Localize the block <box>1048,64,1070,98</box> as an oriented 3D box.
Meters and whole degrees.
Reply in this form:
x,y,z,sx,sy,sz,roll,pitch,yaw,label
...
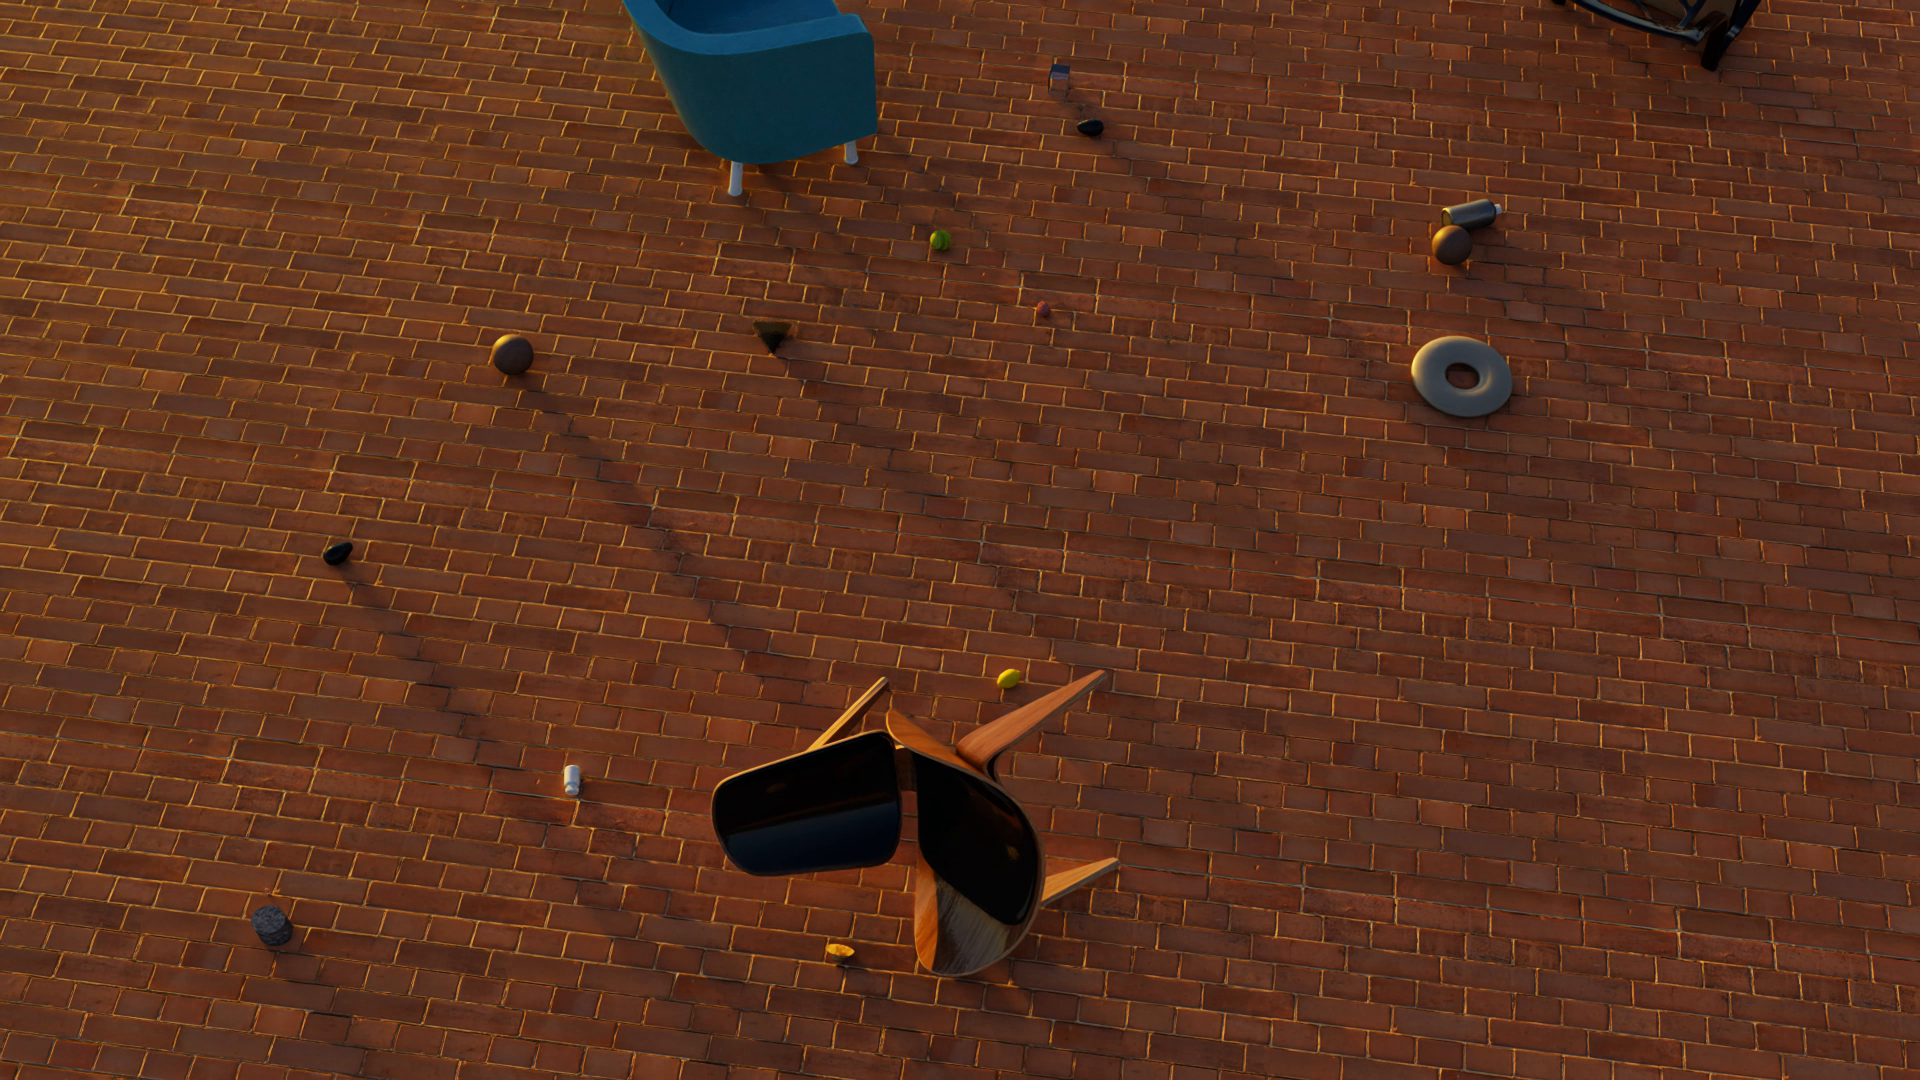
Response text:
x,y,z,sx,sy,sz,roll,pitch,yaw,label
0.342,-1.587,7.592,0.064,0.077,0.072,10,57,7,block

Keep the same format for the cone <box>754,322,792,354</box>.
x,y,z,sx,sy,sz,roll,pitch,yaw,label
-0.594,-0.638,6.973,0.128,0.109,0.094,-1,86,11,cone

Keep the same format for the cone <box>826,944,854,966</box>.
x,y,z,sx,sy,sz,roll,pitch,yaw,label
-0.322,1.106,5.813,0.076,0.084,0.047,15,99,18,cone

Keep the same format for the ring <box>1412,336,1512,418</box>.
x,y,z,sx,sy,sz,roll,pitch,yaw,label
1.573,-0.513,6.891,0.315,0.045,0.322,-27,61,-17,ring

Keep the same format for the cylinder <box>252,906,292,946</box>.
x,y,z,sx,sy,sz,roll,pitch,yaw,label
-1.826,1.024,5.837,0.090,0.082,0.080,11,57,7,cylinder
